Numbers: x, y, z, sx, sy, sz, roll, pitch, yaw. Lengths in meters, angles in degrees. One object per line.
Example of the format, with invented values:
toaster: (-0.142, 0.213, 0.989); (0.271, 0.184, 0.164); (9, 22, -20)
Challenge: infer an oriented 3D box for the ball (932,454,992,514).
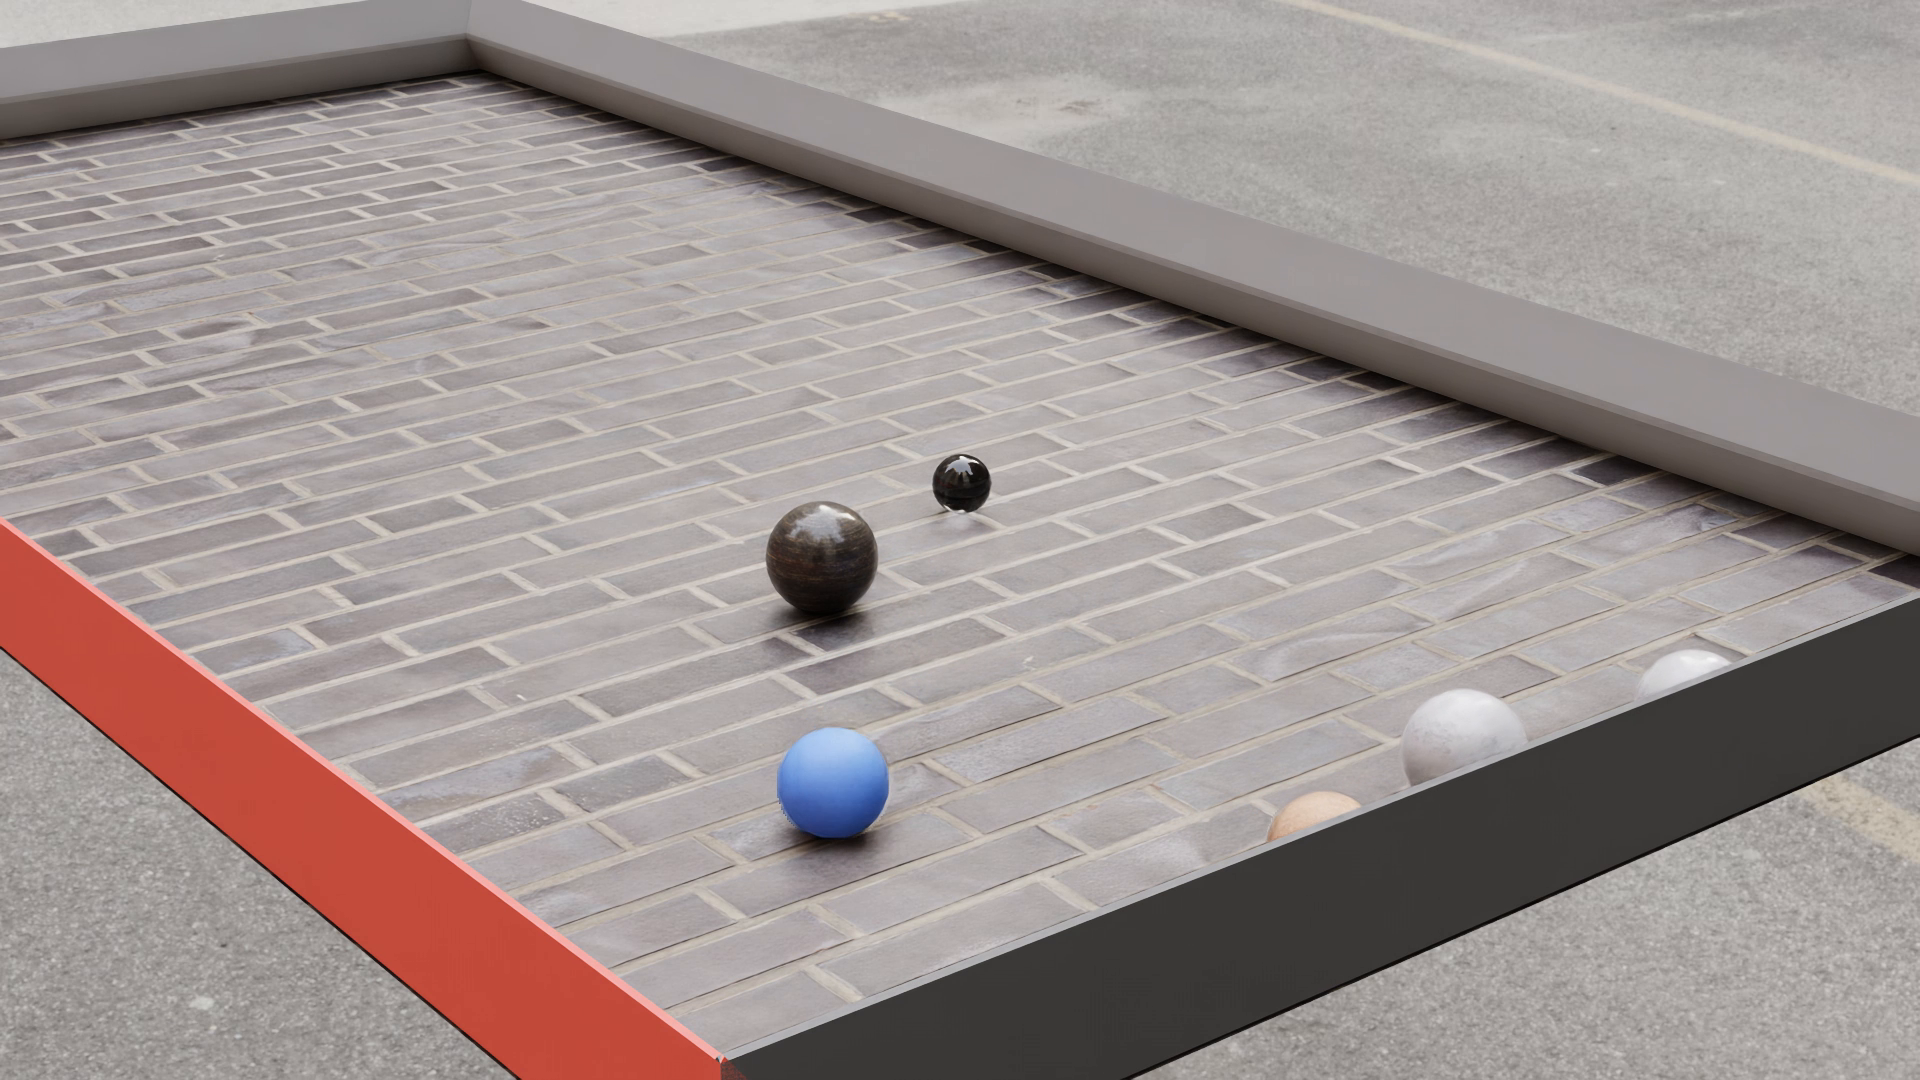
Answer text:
ball: (0.002, -0.052, 2.716); (0.055, 0.055, 0.055); (0, 21, 0)

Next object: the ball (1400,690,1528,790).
ball: (0.366, 0.154, 2.135); (0.092, 0.092, 0.092); (0, 21, 0)

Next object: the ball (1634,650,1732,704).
ball: (0.552, 0.125, 2.217); (0.086, 0.086, 0.086); (0, 21, 0)

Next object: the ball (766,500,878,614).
ball: (-0.117, 0.015, 2.489); (0.096, 0.096, 0.096); (0, 21, 0)

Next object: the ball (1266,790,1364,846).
ball: (0.248, 0.211, 2.004); (0.080, 0.080, 0.080); (0, 21, 0)

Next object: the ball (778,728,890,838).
ball: (-0.090, 0.174, 2.102); (0.080, 0.080, 0.080); (0, 21, 0)

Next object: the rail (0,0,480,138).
rail: (-1.287, -0.620, 4.079); (1.429, 0.124, 0.045); (-16, 26, -35)

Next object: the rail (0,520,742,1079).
rail: (-0.979, -0.070, 2.663); (0.045, 0.124, 2.822); (-16, 26, -35)

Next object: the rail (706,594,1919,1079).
rail: (0.419, 0.173, 2.040); (1.429, 0.124, 0.045); (-16, 26, -35)

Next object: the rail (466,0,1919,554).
rail: (0.111, -0.377, 3.455); (0.045, 0.124, 2.822); (-16, 26, -35)
